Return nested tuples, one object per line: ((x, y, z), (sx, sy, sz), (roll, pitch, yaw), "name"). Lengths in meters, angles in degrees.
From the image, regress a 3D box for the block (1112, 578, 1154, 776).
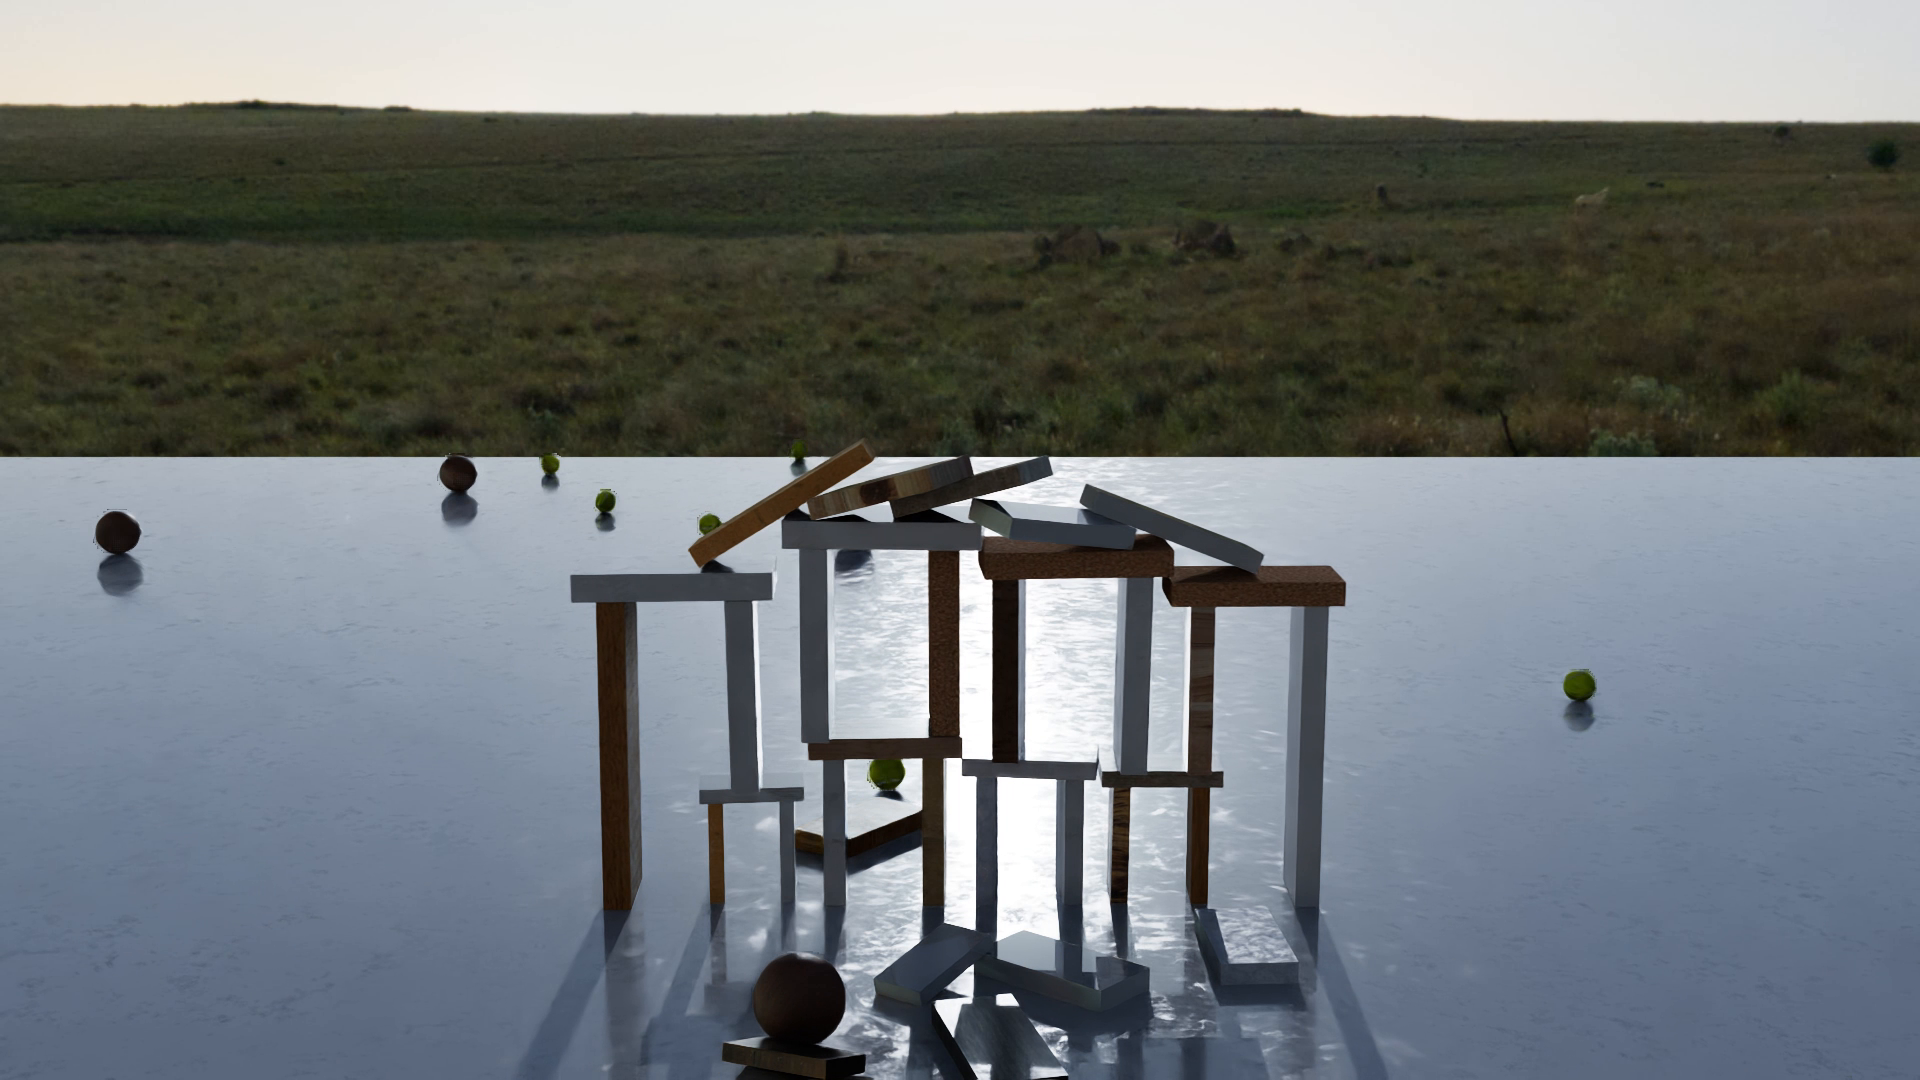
((0.283, 0.206, 3.602), (0.043, 0.326, 0.151), (1, 11, -1), "block")

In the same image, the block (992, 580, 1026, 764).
((0.081, 0.197, 3.589), (0.043, 0.302, 0.151), (1, 11, 6), "block")

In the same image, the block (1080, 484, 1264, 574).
((0.343, -0.019, 3.581), (0.292, 0.034, 0.120), (21, 5, -9), "block")

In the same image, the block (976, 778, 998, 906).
((0.045, 0.483, 3.648), (0.031, 0.219, 0.109), (1, 11, 4), "block")

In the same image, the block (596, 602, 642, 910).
((-0.560, 0.337, 3.623), (0.045, 0.515, 0.160), (0, 11, -2), "block")

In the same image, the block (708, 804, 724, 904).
((-0.405, 0.507, 3.650), (0.024, 0.171, 0.086), (-1, 11, -7), "block")

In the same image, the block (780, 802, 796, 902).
((-0.286, 0.505, 3.658), (0.024, 0.171, 0.085), (-1, 11, -3), "block")

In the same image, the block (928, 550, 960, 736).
((-0.027, 0.148, 3.617), (0.045, 0.316, 0.158), (-1, 11, -3), "block")

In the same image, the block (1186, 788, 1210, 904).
((0.395, 0.492, 3.652), (0.028, 0.198, 0.099), (0, 11, 1), "block")

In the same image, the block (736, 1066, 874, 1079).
((-0.209, 0.724, 2.877), (0.175, 0.025, 0.087), (2, 11, 13), "block")

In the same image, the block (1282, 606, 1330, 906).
((0.570, 0.341, 3.628), (0.039, 0.504, 0.139), (0, 11, 0), "block")

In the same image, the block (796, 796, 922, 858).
((-0.177, 0.518, 3.966), (0.120, 0.034, 0.240), (8, 13, 36), "block")

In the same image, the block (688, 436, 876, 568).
((-0.285, -0.063, 3.552), (0.327, 0.034, 0.120), (-31, 6, 5), "block")

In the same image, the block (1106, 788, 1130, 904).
((0.263, 0.492, 3.653), (0.028, 0.198, 0.099), (1, 11, 0), "block")

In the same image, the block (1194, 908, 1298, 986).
((0.439, 0.625, 3.392), (0.117, 0.033, 0.235), (-1, 11, -3), "block")

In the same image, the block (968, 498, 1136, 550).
((0.147, -0.025, 3.477), (0.240, 0.034, 0.120), (5, 13, -33), "block")

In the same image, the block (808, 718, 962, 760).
((-0.123, 0.327, 3.620), (0.250, 0.035, 0.125), (0, 11, -3), "block")

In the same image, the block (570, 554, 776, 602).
((-0.461, 0.061, 3.571), (0.319, 0.045, 0.160), (-1, 11, -2), "block")

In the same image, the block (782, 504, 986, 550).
((-0.120, -0.021, 3.540), (0.316, 0.045, 0.158), (1, 11, 3), "block")

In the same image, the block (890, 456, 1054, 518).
((0.017, -0.085, 3.486), (0.235, 0.033, 0.117), (-14, 3, 28), "block")

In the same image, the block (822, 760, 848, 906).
((-0.206, 0.467, 3.648), (0.035, 0.250, 0.125), (0, 11, -1), "block")

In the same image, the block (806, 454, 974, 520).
((-0.110, -0.082, 3.452), (0.240, 0.034, 0.120), (-13, 5, 34), "block")

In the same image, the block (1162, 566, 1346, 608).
((0.475, 0.074, 3.576), (0.278, 0.039, 0.139), (0, 11, -1), "block")

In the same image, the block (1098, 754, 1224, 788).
((0.330, 0.381, 3.632), (0.198, 0.028, 0.099), (0, 11, 0), "block")

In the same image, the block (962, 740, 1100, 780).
((0.117, 0.362, 3.615), (0.219, 0.031, 0.109), (1, 11, 6), "block")

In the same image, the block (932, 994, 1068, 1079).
((0.051, 0.695, 3.010), (0.117, 0.033, 0.286), (-3, 11, -14), "block")

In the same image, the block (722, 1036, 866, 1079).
((-0.223, 0.693, 2.945), (0.175, 0.025, 0.087), (0, -5, 34), "block")

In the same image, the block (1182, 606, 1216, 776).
((0.391, 0.231, 3.602), (0.039, 0.278, 0.139), (1, 11, 2), "block")

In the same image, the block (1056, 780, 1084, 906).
((0.182, 0.482, 3.650), (0.031, 0.219, 0.109), (-1, 11, -5), "block")

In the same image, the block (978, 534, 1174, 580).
((0.185, 0.026, 3.560), (0.302, 0.043, 0.151), (-1, 11, -4), "block")

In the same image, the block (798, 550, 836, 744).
((-0.231, 0.156, 3.574), (0.045, 0.316, 0.158), (0, 11, 0), "block")

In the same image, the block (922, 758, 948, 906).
((-0.042, 0.466, 3.650), (0.035, 0.250, 0.125), (0, 11, 2), "block")

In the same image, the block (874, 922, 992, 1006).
((-0.040, 0.631, 3.277), (0.087, 0.025, 0.175), (7, 25, 37), "block")

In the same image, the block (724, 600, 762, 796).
((-0.354, 0.241, 3.605), (0.045, 0.320, 0.160), (-2, 11, -3), "block")

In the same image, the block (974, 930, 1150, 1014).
((0.151, 0.643, 3.290), (0.240, 0.034, 0.120), (9, 14, 40), "block")

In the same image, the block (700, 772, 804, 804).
((-0.344, 0.410, 3.635), (0.171, 0.024, 0.085), (-1, 11, -6), "block")
